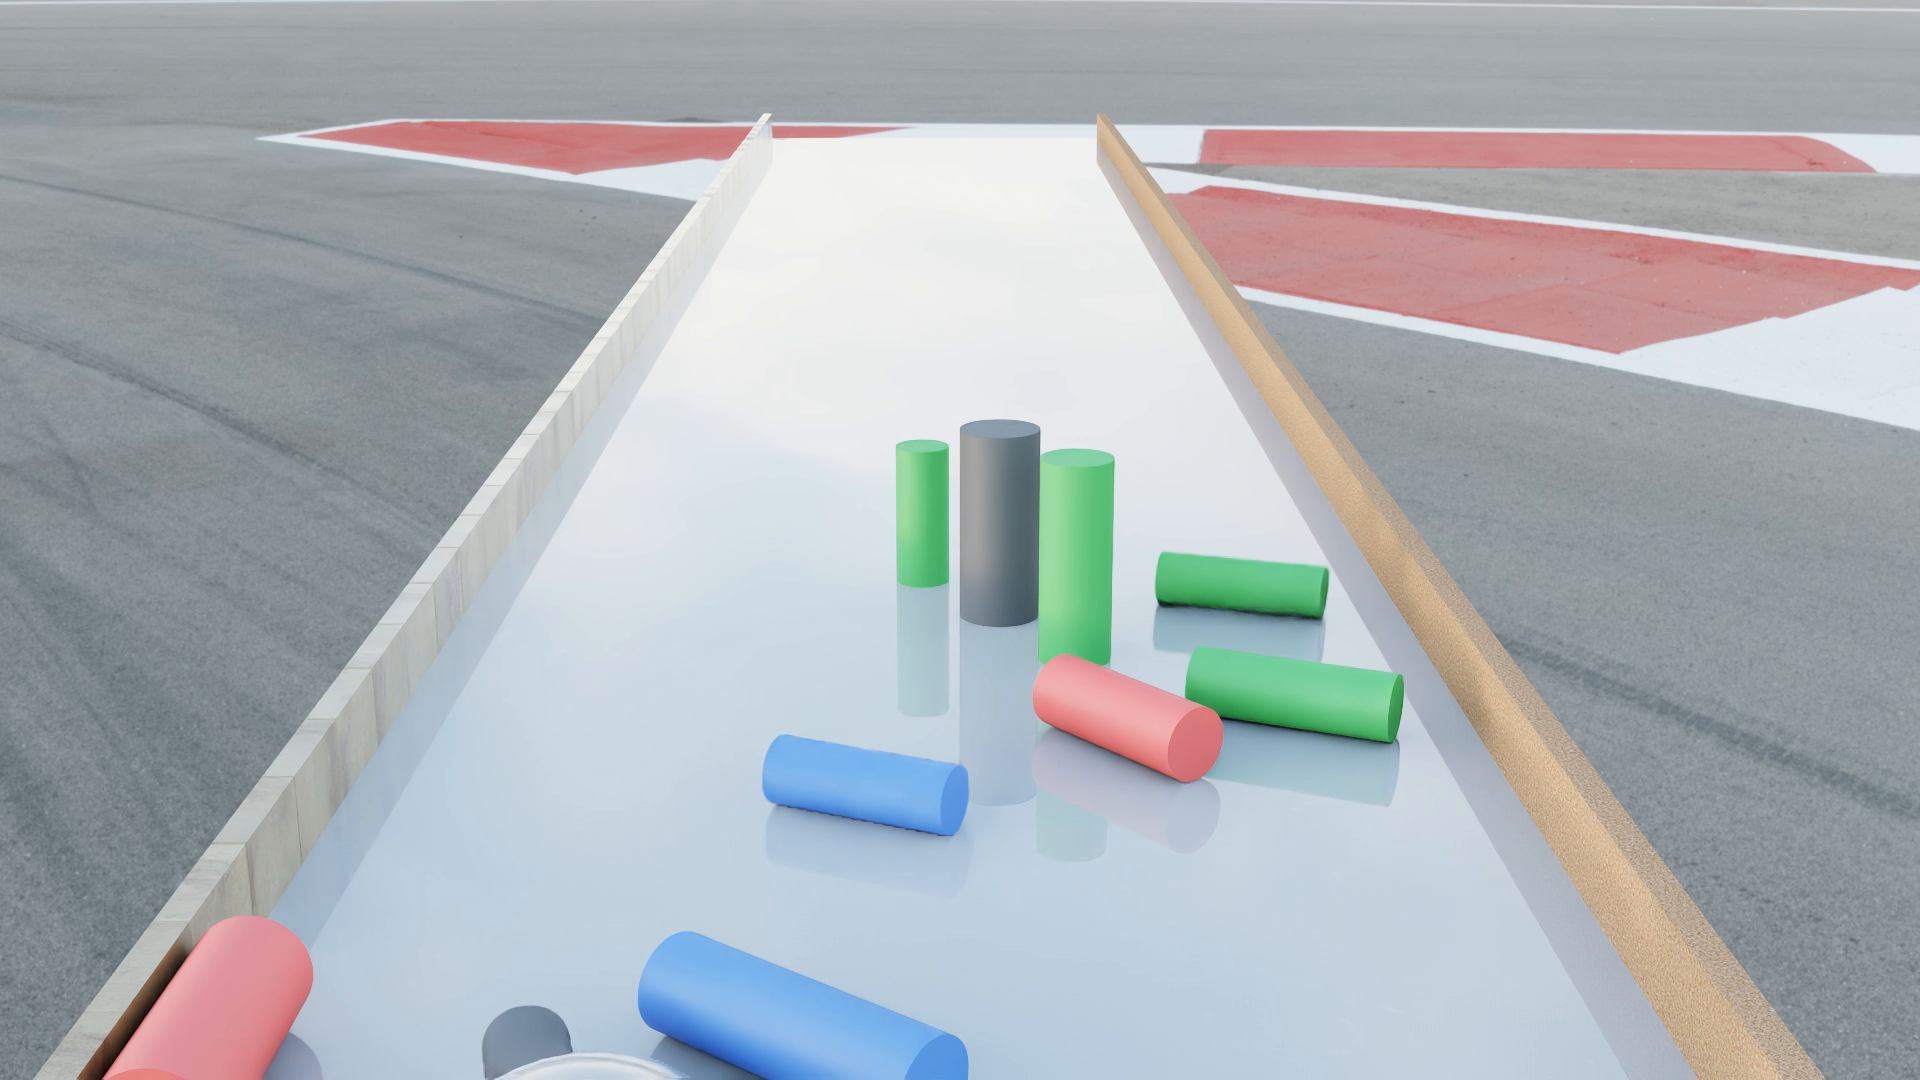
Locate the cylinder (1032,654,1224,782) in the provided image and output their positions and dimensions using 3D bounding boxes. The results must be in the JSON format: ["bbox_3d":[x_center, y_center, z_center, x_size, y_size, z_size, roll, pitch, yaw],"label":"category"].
[{"bbox_3d":[0.296,0.314,3.931,0.136,0.136,0.352,-13,21,-37],"label":"cylinder"}]

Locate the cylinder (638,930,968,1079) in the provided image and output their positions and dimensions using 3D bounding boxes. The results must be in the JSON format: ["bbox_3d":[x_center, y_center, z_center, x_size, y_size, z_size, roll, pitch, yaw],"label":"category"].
[{"bbox_3d":[-0.209,0.637,2.841,0.450,0.140,0.140,13,21,37],"label":"cylinder"}]

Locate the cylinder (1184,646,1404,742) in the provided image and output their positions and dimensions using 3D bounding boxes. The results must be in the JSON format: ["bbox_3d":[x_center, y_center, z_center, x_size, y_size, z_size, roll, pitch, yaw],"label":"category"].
[{"bbox_3d":[0.616,0.283,4.054,0.379,0.126,0.126,7,18,23],"label":"cylinder"}]

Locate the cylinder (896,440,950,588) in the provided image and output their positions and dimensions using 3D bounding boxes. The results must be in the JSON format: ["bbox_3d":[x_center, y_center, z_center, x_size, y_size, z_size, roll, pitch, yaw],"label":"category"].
[{"bbox_3d":[-0.083,-0.060,4.886,0.118,0.309,0.118,0,17,0],"label":"cylinder"}]

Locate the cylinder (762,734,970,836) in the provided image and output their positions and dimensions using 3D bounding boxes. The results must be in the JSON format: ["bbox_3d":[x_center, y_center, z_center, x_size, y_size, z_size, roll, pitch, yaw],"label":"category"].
[{"bbox_3d":[-0.158,0.406,3.659,0.328,0.117,0.117,7,18,23],"label":"cylinder"}]

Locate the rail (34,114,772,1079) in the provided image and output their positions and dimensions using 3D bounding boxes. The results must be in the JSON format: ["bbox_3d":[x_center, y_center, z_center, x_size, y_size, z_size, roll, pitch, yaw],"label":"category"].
[{"bbox_3d":[-1.118,-0.838,7.780,0.050,0.150,12.000,0,17,-1],"label":"rail"}]

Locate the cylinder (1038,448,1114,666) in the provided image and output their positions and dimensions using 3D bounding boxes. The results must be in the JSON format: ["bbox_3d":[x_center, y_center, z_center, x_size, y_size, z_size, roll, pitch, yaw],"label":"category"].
[{"bbox_3d":[0.230,0.037,4.372,0.147,0.416,0.147,0,17,0],"label":"cylinder"}]

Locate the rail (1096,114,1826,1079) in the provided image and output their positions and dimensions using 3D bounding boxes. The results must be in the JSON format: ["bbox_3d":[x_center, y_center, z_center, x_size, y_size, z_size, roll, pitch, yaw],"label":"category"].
[{"bbox_3d":[0.932,-0.844,7.801,0.050,0.150,12.000,0,17,-1],"label":"rail"}]

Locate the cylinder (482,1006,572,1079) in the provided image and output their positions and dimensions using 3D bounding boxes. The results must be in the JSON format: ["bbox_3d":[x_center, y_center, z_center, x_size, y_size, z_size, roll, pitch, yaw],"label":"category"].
[{"bbox_3d":[-0.513,0.704,2.664,0.112,0.112,0.382,-4,17,-14],"label":"cylinder"}]

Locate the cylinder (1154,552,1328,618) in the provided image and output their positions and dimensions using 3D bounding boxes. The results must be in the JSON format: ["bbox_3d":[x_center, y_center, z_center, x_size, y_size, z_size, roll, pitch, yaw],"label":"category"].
[{"bbox_3d":[0.603,0.096,4.712,0.354,0.109,0.109,5,17,17],"label":"cylinder"}]

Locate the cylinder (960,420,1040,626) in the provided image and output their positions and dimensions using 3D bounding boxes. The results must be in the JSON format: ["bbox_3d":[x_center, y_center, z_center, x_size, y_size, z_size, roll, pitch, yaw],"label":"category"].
[{"bbox_3d":[0.083,-0.037,4.636,0.169,0.408,0.169,0,17,0],"label":"cylinder"}]

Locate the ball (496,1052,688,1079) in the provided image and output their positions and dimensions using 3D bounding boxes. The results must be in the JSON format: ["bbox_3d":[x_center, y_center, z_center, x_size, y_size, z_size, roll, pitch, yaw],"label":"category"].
[{"bbox_3d":[-0.374,0.704,2.204,0.374,0.374,0.374,0,17,0],"label":"ball"}]
